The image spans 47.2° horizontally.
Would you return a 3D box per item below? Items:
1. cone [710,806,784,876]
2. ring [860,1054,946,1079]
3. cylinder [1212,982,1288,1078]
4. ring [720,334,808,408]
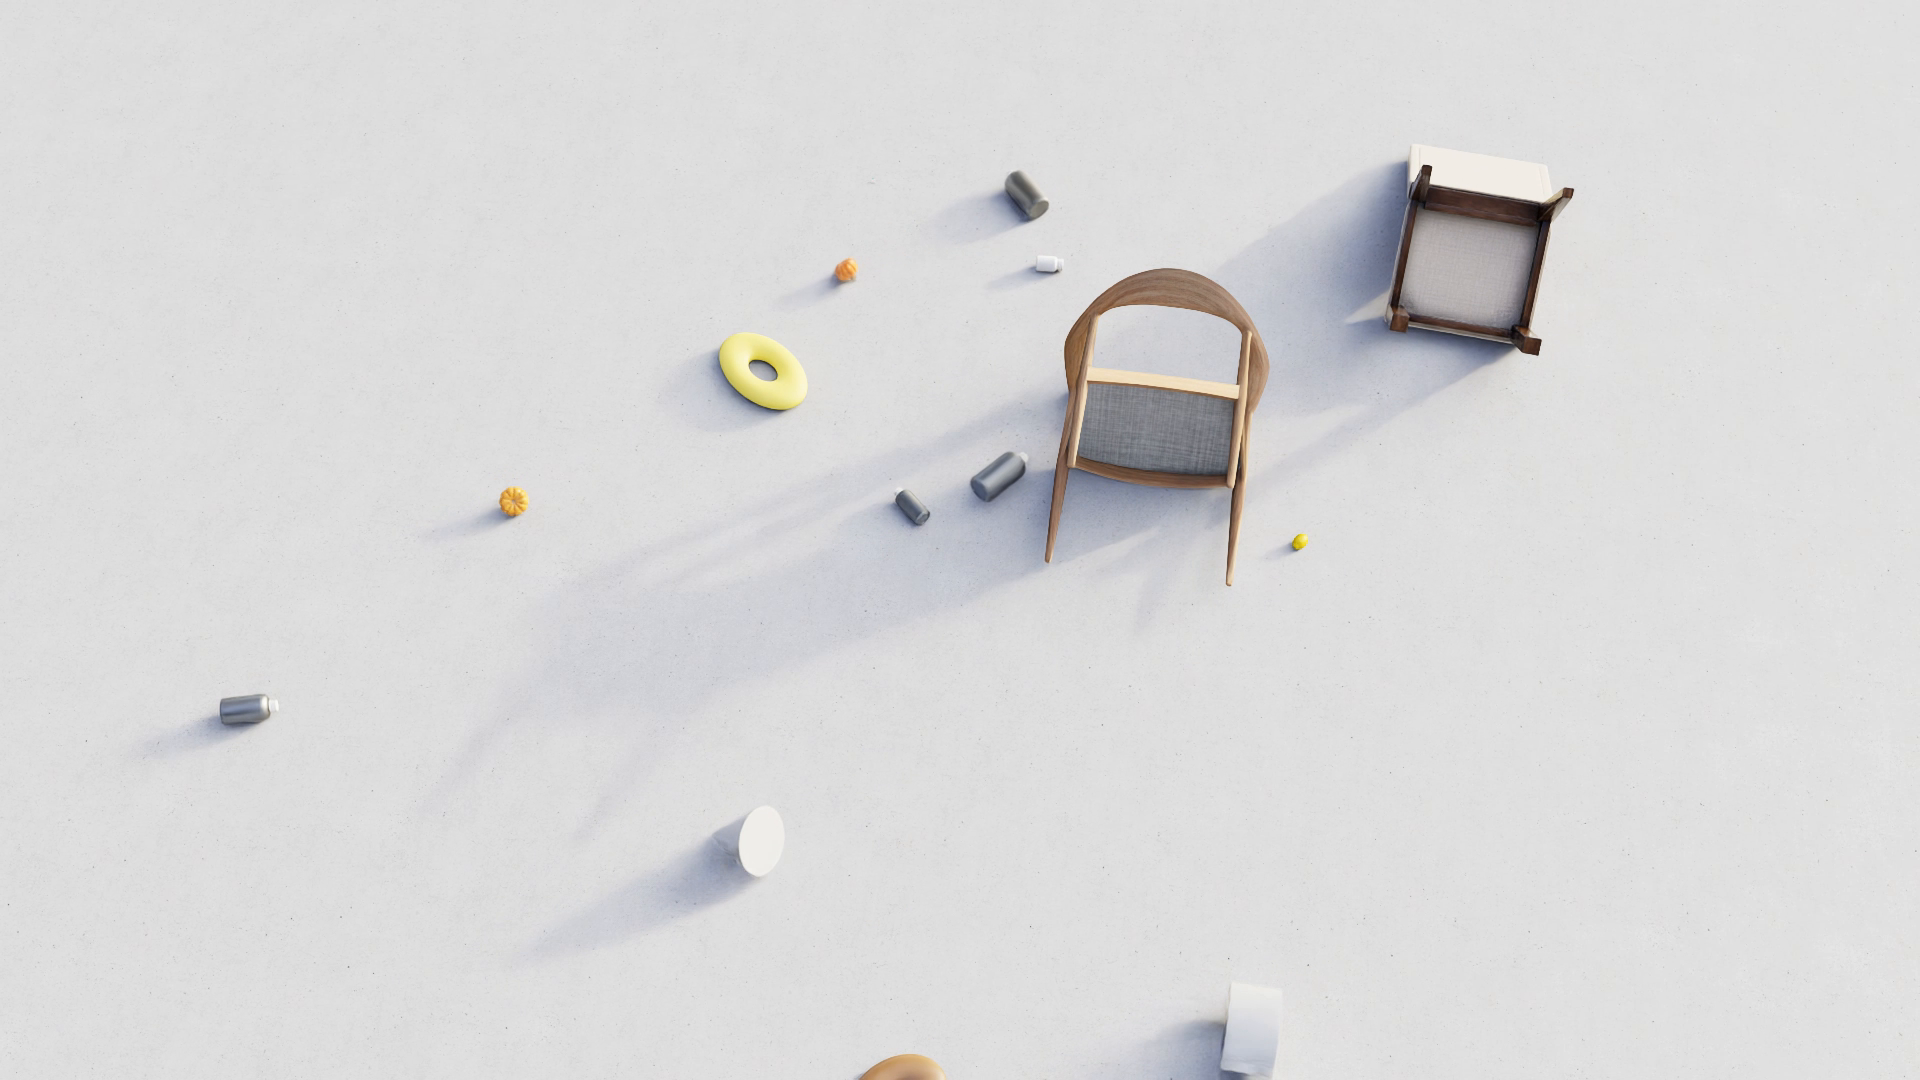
[{"bbox_3d":[-0.610,0.811,5.979,0.184,0.186,0.192,1,21,34],"label":"cone"},{"bbox_3d":[-0.160,1.424,5.595,0.281,0.039,0.217,-32,62,-19],"label":"ring"},{"bbox_3d":[0.746,1.255,5.636,0.132,0.159,0.232,9,48,22],"label":"cylinder"},{"bbox_3d":[-0.617,-0.531,6.895,0.218,0.060,0.352,-36,63,-23],"label":"ring"}]
